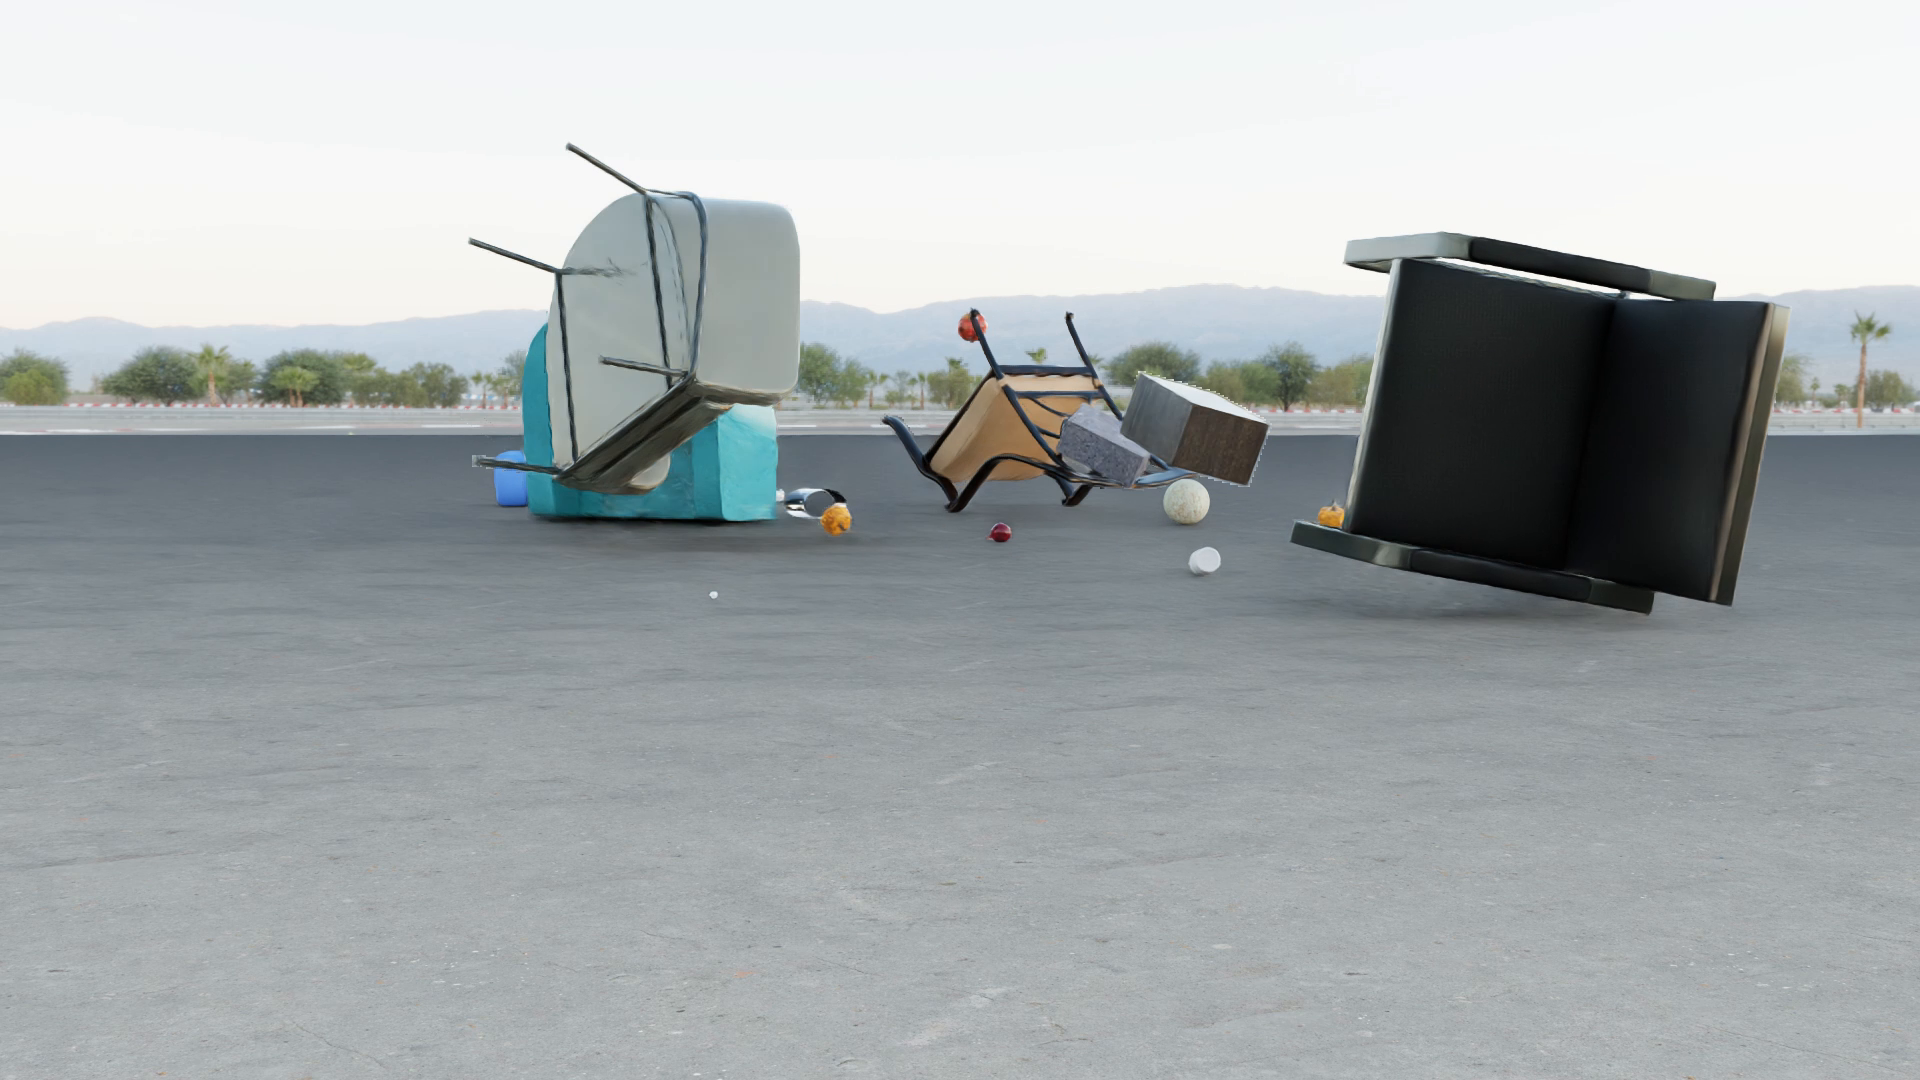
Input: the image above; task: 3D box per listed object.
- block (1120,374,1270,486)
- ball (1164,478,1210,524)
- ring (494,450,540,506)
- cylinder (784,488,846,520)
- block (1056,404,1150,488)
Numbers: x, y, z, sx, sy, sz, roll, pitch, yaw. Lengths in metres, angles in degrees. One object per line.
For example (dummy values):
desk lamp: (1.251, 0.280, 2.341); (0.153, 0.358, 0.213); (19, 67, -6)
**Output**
block: (0.610, -0.292, 5.759); (0.238, 0.169, 0.301); (13, 13, -27)
ball: (0.749, -0.126, 7.270); (0.153, 0.153, 0.153); (0, 4, 0)
ring: (-1.696, -0.234, 8.419); (0.161, 0.221, 0.198); (-6, -12, -15)
cylinder: (-0.501, -0.126, 7.626); (0.187, 0.103, 0.108); (-3, 5, -42)
block: (0.516, -0.334, 7.723); (0.295, 0.125, 0.198); (27, 28, 8)
